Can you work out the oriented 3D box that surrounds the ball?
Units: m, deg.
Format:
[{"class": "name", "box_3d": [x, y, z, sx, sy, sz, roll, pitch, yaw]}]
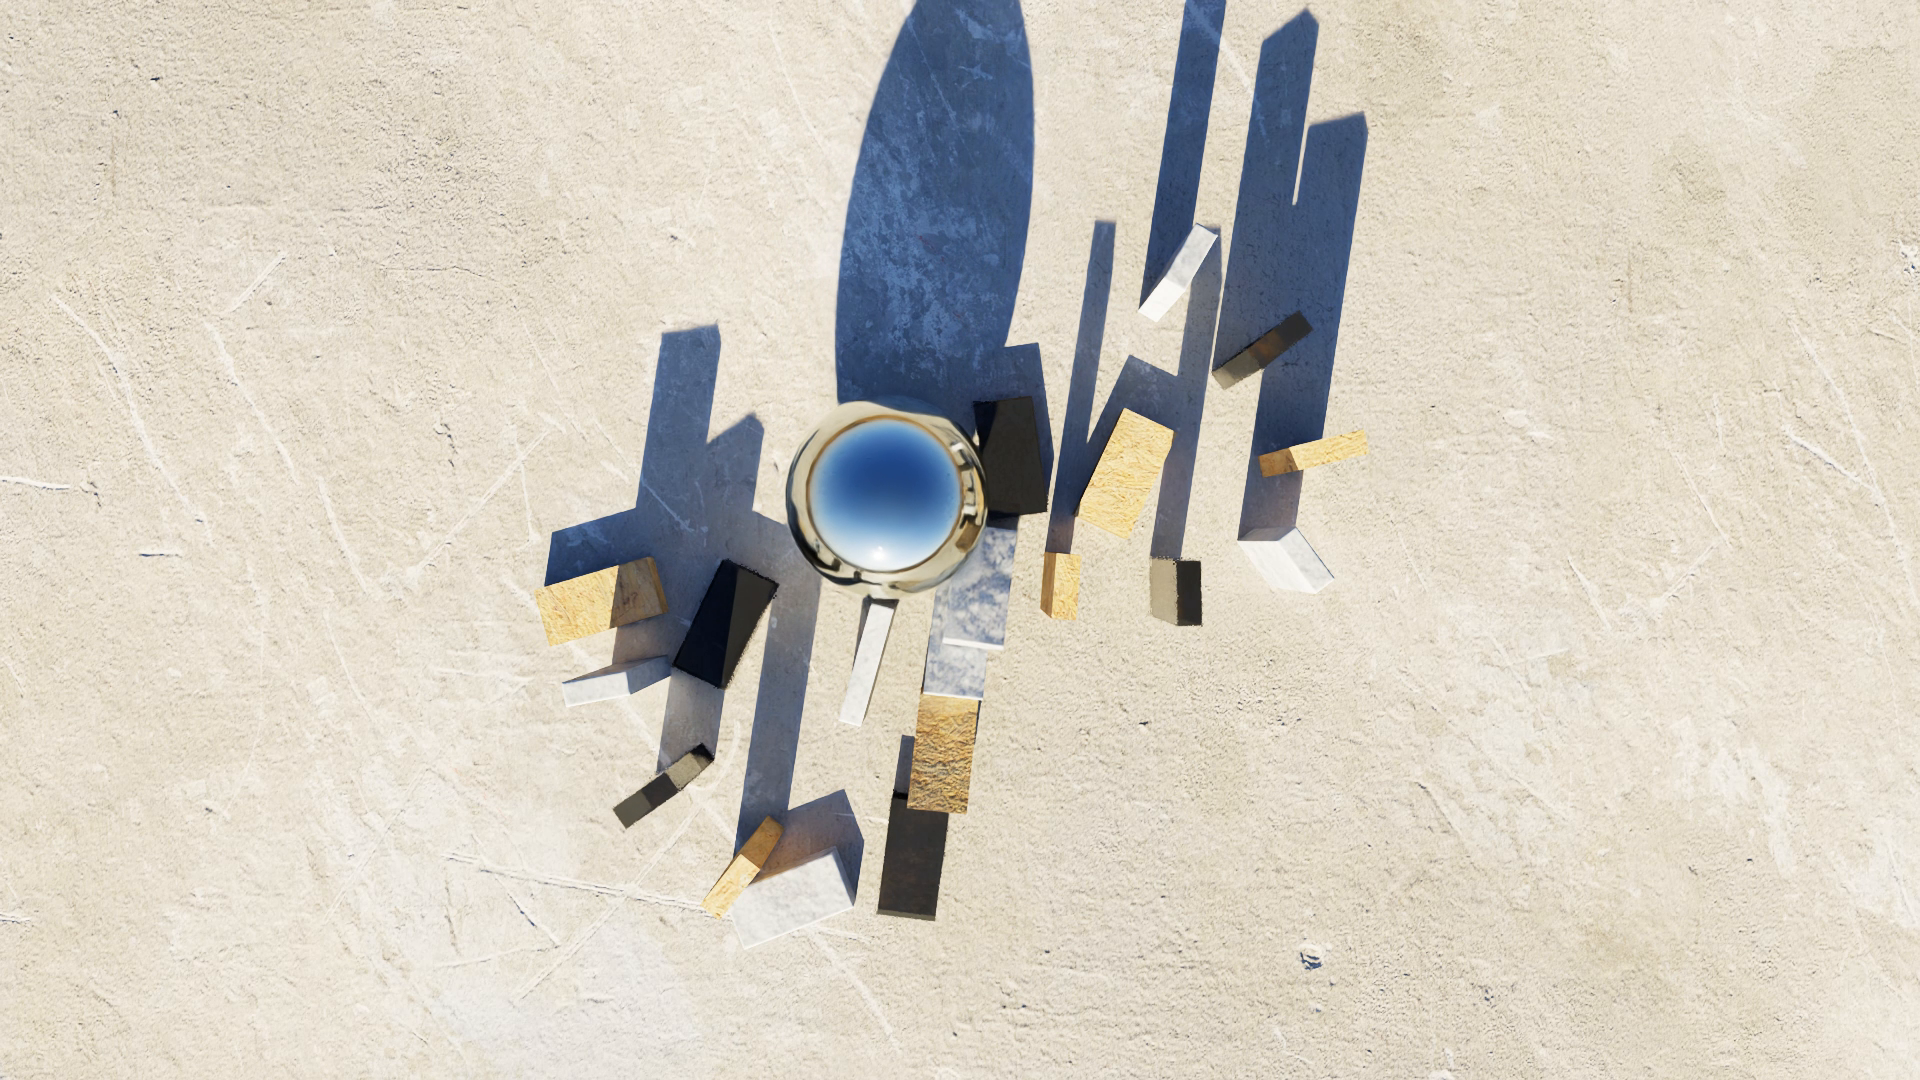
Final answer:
[{"class": "ball", "box_3d": [-0.028, -0.017, 0.360, 0.080, 0.080, 0.080, 0, 90, 0]}]

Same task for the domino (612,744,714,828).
[{"class": "domino", "box_3d": [-0.120, 0.100, 0.375, 0.025, 0.050, 0.009, -35, 90, 0]}]

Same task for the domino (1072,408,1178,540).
[{"class": "domino", "box_3d": [0.071, -0.028, 0.395, 0.025, 0.009, 0.050, 25, 90, 0]}]

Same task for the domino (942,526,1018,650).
[{"class": "domino", "box_3d": [0.008, 0.020, 0.385, 0.025, 0.010, 0.050, 8, 75, 0]}]

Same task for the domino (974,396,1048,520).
[{"class": "domino", "box_3d": [0.022, -0.035, 0.395, 0.025, 0.009, 0.050, -8, 90, 0]}]

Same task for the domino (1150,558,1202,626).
[{"class": "domino", "box_3d": [0.088, 0.020, 0.375, 0.009, 0.050, 0.025, -1, 90, 0]}]

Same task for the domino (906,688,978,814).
[{"class": "domino", "box_3d": [-0.007, 0.089, 0.390, 0.025, 0.010, 0.050, 6, 78, 0]}]

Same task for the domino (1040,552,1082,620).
[{"class": "domino", "box_3d": [0.041, 0.018, 0.375, 0.009, 0.050, 0.025, 5, 90, 0]}]

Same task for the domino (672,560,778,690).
[{"class": "domino", "box_3d": [-0.101, 0.036, 0.395, 0.025, 0.010, 0.050, 26, 90, 0]}]

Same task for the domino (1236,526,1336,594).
[{"class": "domino", "box_3d": [0.132, 0.008, 0.375, 0.009, 0.050, 0.025, -37, 90, 0]}]

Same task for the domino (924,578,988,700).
[{"class": "domino", "box_3d": [0.000, 0.042, 0.390, 0.025, 0.010, 0.050, 6, 79, 0]}]

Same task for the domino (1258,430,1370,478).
[{"class": "domino", "box_3d": [0.143, -0.035, 0.375, 0.025, 0.050, 0.009, -14, 90, 0]}]

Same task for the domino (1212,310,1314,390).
[{"class": "domino", "box_3d": [0.122, -0.077, 0.375, 0.025, 0.050, 0.009, -37, 90, 0]}]

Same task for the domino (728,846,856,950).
[{"class": "domino", "box_3d": [-0.073, 0.154, 0.395, 0.050, 0.009, 0.025, -21, 90, 0]}]

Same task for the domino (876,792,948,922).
[{"class": "domino", "box_3d": [-0.020, 0.136, 0.395, 0.025, 0.009, 0.050, 7, 90, 0]}]

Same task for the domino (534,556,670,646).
[{"class": "domino", "box_3d": [-0.154, 0.026, 0.395, 0.050, 0.010, 0.025, -16, 90, 0]}]

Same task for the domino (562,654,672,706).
[{"class": "domino", "box_3d": [-0.139, 0.057, 0.375, 0.025, 0.050, 0.009, -11, 90, 0]}]

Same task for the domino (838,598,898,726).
[{"class": "domino", "box_3d": [-0.038, 0.051, 0.388, 0.009, 0.025, 0.050, 16, 90, 0]}]

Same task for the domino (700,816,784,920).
[{"class": "domino", "box_3d": [-0.088, 0.133, 0.375, 0.009, 0.050, 0.025, 39, 90, 0]}]

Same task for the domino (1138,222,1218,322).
[{"class": "domino", "box_3d": [0.088, -0.108, 0.375, 0.010, 0.050, 0.025, 30, 90, 0]}]
